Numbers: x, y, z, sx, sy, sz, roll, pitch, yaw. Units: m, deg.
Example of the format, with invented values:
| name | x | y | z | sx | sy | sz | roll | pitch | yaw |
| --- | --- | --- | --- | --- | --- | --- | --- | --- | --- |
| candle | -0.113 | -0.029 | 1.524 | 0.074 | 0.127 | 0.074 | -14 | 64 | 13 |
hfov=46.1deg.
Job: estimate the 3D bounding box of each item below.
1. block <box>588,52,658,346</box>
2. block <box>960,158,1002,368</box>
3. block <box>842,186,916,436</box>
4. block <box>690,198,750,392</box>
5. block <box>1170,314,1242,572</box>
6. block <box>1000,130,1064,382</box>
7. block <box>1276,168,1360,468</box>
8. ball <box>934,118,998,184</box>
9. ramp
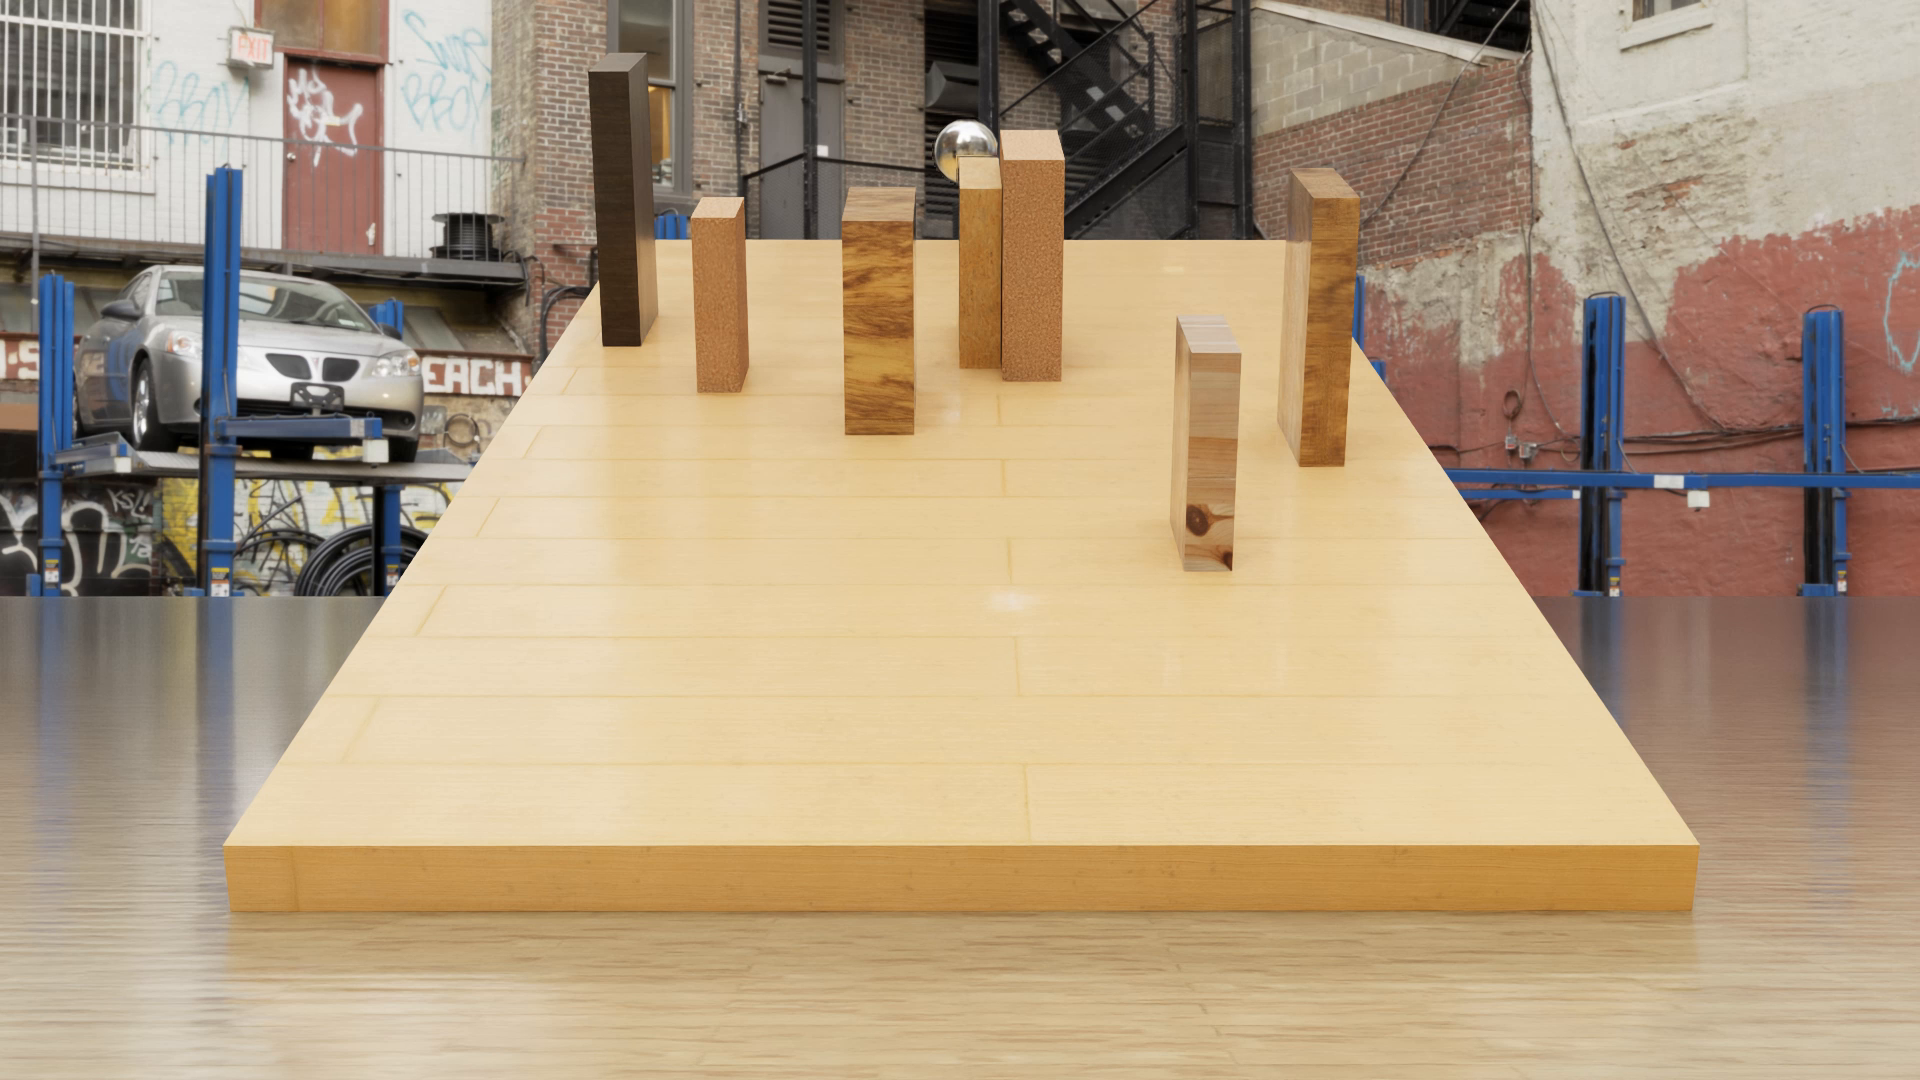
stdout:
| name | x | y | z | sx | sy | sz | roll | pitch | yaw |
| --- | --- | --- | --- | --- | --- | --- | --- | --- | --- |
| block | -0.840 | -0.857 | 5.658 | 0.096 | 0.675 | 0.353 | 0 | 19 | 0 |
| block | 0.048 | -0.685 | 5.537 | 0.098 | 0.434 | 0.425 | 0 | 19 | 0 |
| block | -0.174 | -0.512 | 4.989 | 0.150 | 0.468 | 0.390 | 0 | 19 | 0 |
| block | -0.556 | -0.572 | 5.251 | 0.099 | 0.408 | 0.245 | 0 | 19 | 0 |
| block | 0.448 | -0.181 | 4.140 | 0.087 | 0.406 | 0.282 | 0 | 19 | 0 |
| block | 0.168 | -0.688 | 5.411 | 0.138 | 0.521 | 0.423 | 0 | 19 | 0 |
| block | 0.749 | -0.472 | 4.738 | 0.093 | 0.560 | 0.341 | 0 | 19 | 0 |
| ball | 0.018 | -1.128 | 6.553 | 0.186 | 0.186 | 0.186 | 0 | -1 | 0 |
| ramp | -0.004 | -0.200 | 4.959 | 2.000 | 0.100 | 4.000 | 0 | 19 | 0 |
